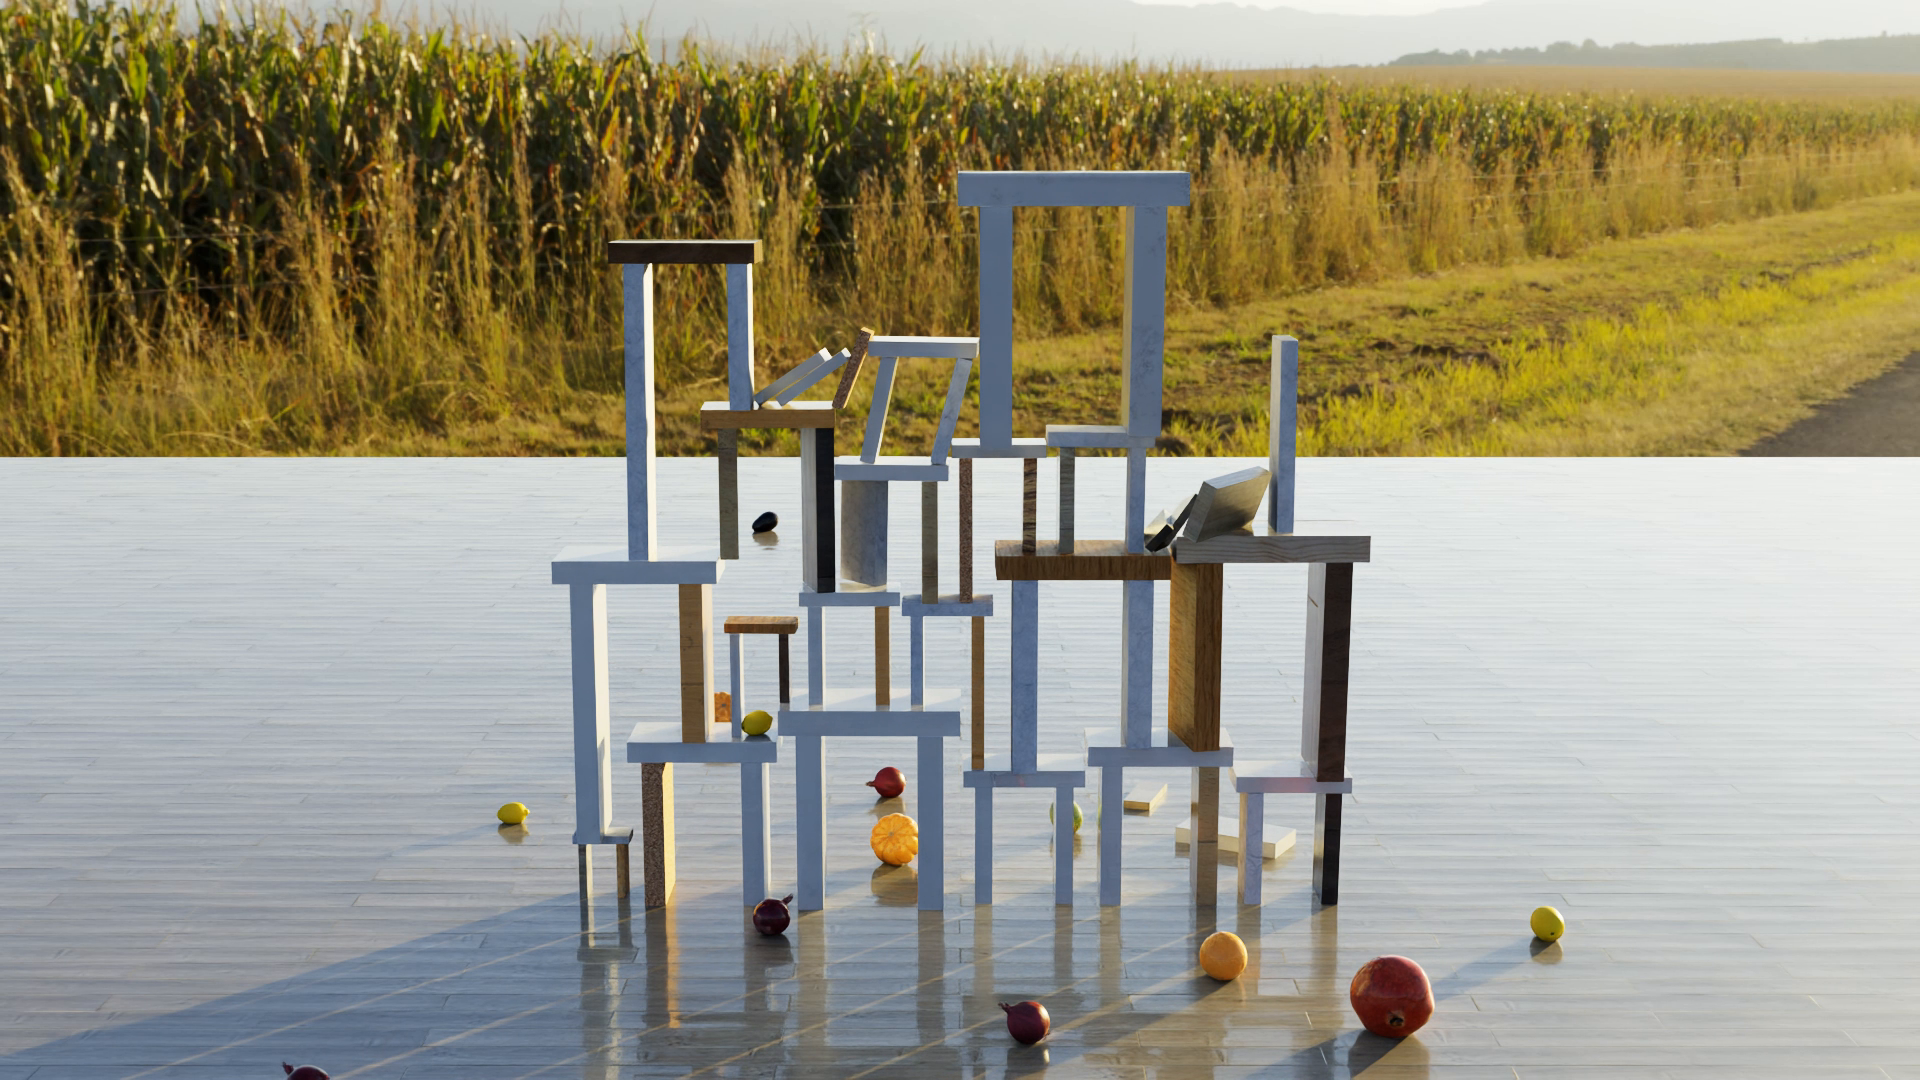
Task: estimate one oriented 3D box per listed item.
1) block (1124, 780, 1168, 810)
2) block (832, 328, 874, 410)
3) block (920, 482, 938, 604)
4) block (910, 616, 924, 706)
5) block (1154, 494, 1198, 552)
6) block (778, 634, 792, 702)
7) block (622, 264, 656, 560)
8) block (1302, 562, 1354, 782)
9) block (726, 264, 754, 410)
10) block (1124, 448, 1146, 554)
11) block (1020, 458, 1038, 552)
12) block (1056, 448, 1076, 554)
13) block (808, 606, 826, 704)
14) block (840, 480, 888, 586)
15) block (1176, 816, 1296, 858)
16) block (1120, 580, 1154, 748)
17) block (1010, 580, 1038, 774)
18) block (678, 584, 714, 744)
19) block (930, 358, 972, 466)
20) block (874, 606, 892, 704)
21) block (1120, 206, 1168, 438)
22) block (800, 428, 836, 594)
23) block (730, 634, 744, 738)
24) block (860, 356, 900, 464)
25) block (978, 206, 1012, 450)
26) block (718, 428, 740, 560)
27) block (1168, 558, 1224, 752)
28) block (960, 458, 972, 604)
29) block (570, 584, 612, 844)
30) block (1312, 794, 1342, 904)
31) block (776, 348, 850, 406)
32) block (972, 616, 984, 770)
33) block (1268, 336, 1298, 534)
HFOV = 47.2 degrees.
[{"bbox_3d":[0.353,0.486,4.190,0.051,0.014,0.136,4,11,19],"label":"block"},{"bbox_3d":[-0.171,-0.274,3.516,0.018,0.131,0.065,22,9,-1],"label":"block"},{"bbox_3d":[-0.050,-0.003,3.561,0.026,0.199,0.091,0,11,-2],"label":"block"},{"bbox_3d":[-0.069,0.189,3.592,0.021,0.148,0.074,0,11,0],"label":"block"},{"bbox_3d":[0.345,-0.028,3.522,0.014,0.102,0.051,40,-21,-7],"label":"block"},{"bbox_3d":[-0.286,0.204,3.600,0.016,0.115,0.058,0,11,0],"label":"block"},{"bbox_3d":[-0.512,-0.209,3.521,0.032,0.470,0.114,0,11,-2],"label":"block"},{"bbox_3d":[0.600,0.200,3.599,0.044,0.361,0.154,0,11,-1],"label":"block"},{"bbox_3d":[-0.348,-0.326,3.488,0.032,0.229,0.114,0,11,-2],"label":"block"},{"bbox_3d":[0.283,-0.071,3.546,0.024,0.170,0.085,1,11,0],"label":"block"},{"bbox_3d":[0.111,-0.062,3.551,0.022,0.152,0.076,0,11,0],"label":"block"},{"bbox_3d":[0.170,-0.070,3.546,0.024,0.170,0.085,0,11,-1],"label":"block"},{"bbox_3d":[-0.234,0.180,3.595,0.023,0.163,0.081,0,11,0],"label":"block"},{"bbox_3d":[-0.157,-0.021,3.609,0.026,0.182,0.091,-7,13,-41],"label":"block"},{"bbox_3d":[0.492,0.528,3.931,0.191,0.027,0.095,6,12,29],"label":"block"},{"bbox_3d":[0.290,0.188,3.597,0.039,0.278,0.139,0,11,0],"label":"block"},{"bbox_3d":[0.105,0.209,3.600,0.039,0.320,0.139,0,11,0],"label":"block"},{"bbox_3d":[-0.430,0.187,3.598,0.037,0.263,0.131,0,11,0],"label":"block"},{"bbox_3d":[-0.013,-0.210,3.519,0.024,0.171,0.086,15,10,-2],"label":"block"},{"bbox_3d":[-0.126,0.180,3.594,0.023,0.163,0.081,0,11,0],"label":"block"},{"bbox_3d":[0.291,-0.353,3.491,0.050,0.356,0.178,1,11,0],"label":"block"},{"bbox_3d":[-0.230,-0.056,3.560,0.030,0.268,0.106,-3,11,-17],"label":"block"},{"bbox_3d":[-0.365,0.232,3.605,0.016,0.173,0.058,0,11,0],"label":"block"},{"bbox_3d":[-0.129,-0.213,3.527,0.024,0.171,0.085,12,11,0],"label":"block"},{"bbox_3d":[0.056,-0.343,3.495,0.050,0.377,0.178,0,11,0],"label":"block"},{"bbox_3d":[-0.374,-0.082,3.545,0.030,0.211,0.106,-1,11,-6],"label":"block"},{"bbox_3d":[0.383,0.175,3.586,0.044,0.308,0.154,-2,11,-10],"label":"block"},{"bbox_3d":[0.010,-0.021,3.558,0.022,0.235,0.076,0,11,0],"label":"block"},{"bbox_3d":[-0.606,0.271,3.612,0.037,0.433,0.131,0,11,0],"label":"block"},{"bbox_3d":[0.609,0.498,3.648,0.027,0.189,0.095,1,11,0],"label":"block"},{"bbox_3d":[-0.234,-0.260,3.515,0.131,0.018,0.065,-34,7,8],"label":"block"},{"bbox_3d":[0.029,0.242,3.601,0.021,0.255,0.074,0,11,0],"label":"block"},{"bbox_3d":[0.517,-0.171,3.524,0.027,0.307,0.095,0,11,-1],"label":"block"}]
